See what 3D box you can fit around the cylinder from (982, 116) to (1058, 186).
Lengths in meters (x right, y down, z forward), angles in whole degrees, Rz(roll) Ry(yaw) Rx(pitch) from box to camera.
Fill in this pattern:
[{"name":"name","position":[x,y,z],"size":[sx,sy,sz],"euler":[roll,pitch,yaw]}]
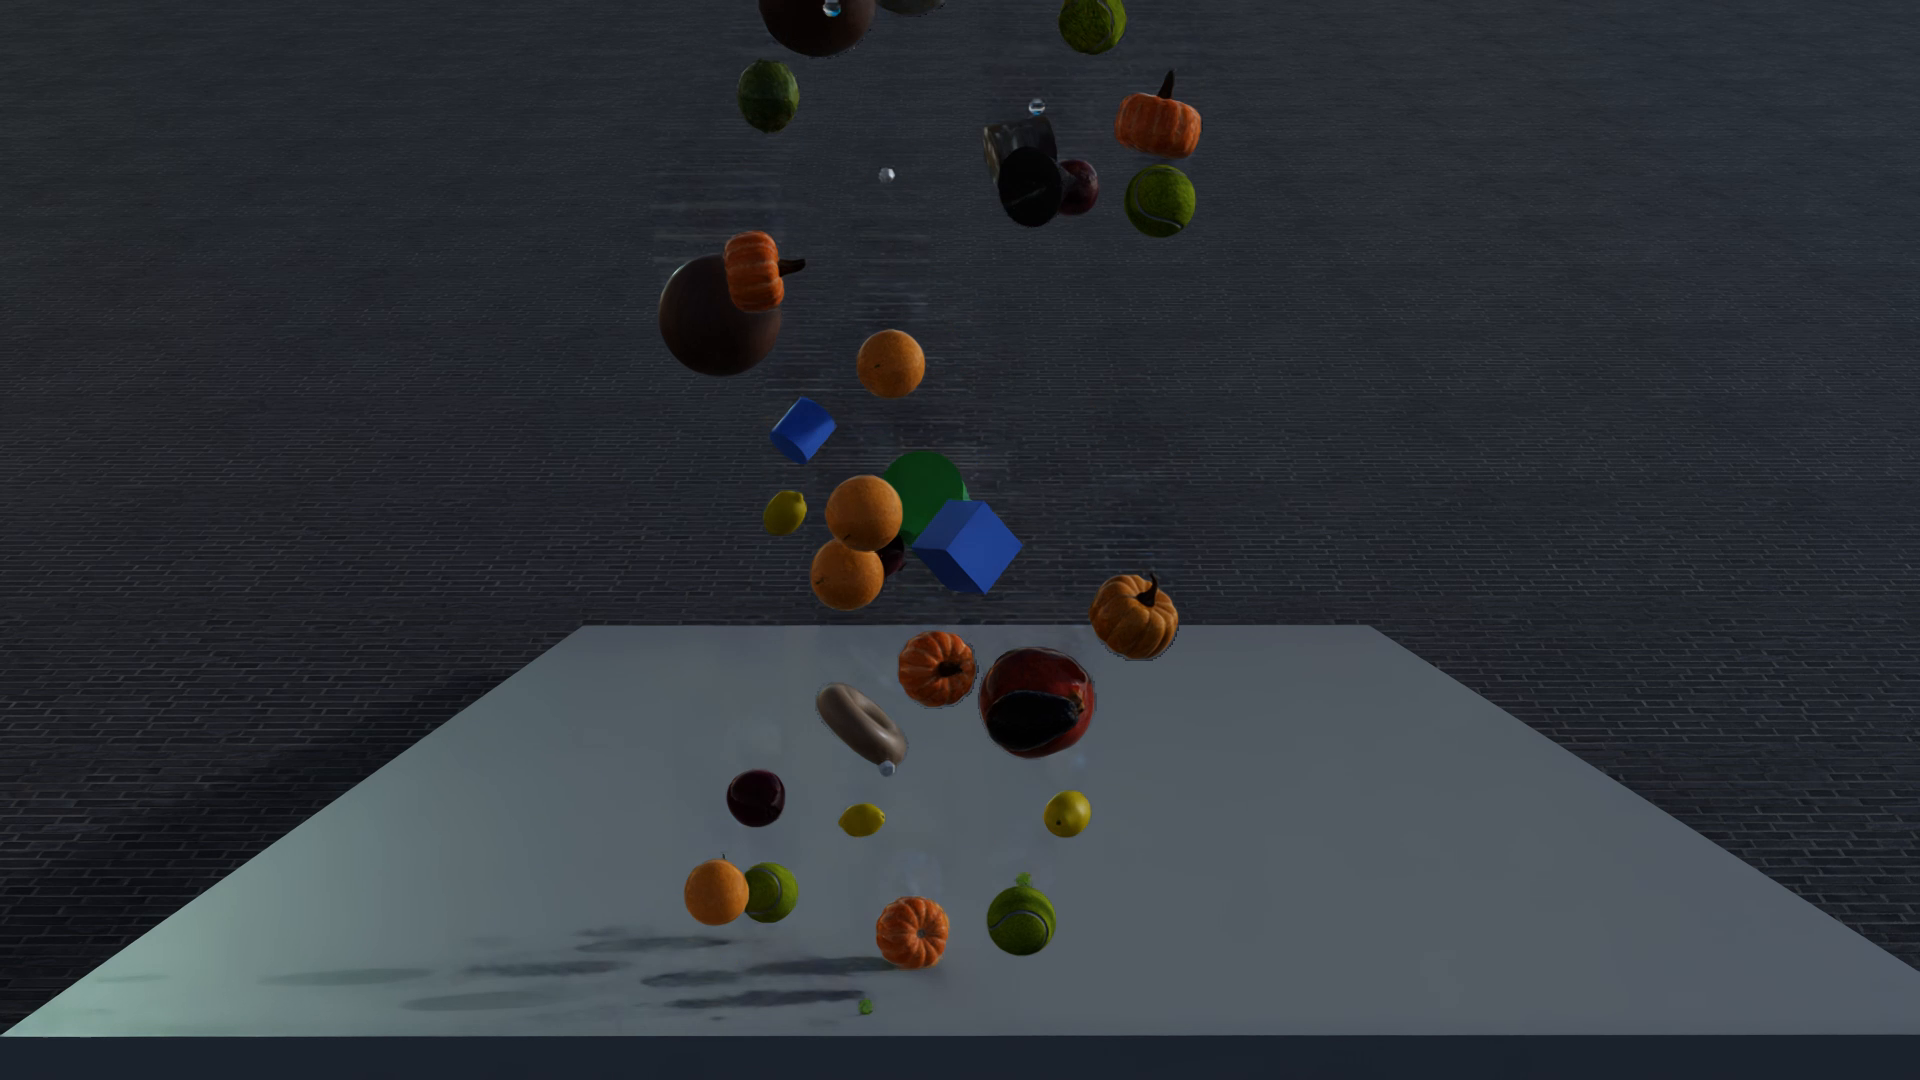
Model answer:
[{"name":"cylinder","position":[0.062,-0.403,2.651],"size":[0.062,0.062,0.062],"euler":[-13,21,-11]}]

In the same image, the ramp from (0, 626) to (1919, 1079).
[{"name":"ramp","position":[0.045,0.404,4.539],"size":[2.000,0.100,4.000],"euler":[0,4,0]}]

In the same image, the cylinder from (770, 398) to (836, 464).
[{"name":"cylinder","position":[-0.167,-0.116,2.719],"size":[0.051,0.051,0.051],"euler":[19,63,44]}]

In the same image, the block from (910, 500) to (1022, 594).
[{"name":"block","position":[0.007,0.007,2.576],"size":[0.066,0.066,0.066],"euler":[-52,27,-20]}]

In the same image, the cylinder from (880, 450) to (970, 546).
[{"name":"cylinder","position":[-0.038,-0.043,2.907],"size":[0.095,0.095,0.095],"euler":[2,-12,7]}]

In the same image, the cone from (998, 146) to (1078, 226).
[{"name":"cone","position":[0.096,-0.365,2.617],"size":[0.081,0.081,0.081],"euler":[15,21,37]}]

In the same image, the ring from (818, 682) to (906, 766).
[{"name":"ring","position":[-0.106,0.198,2.760],"size":[0.115,0.038,0.115],"euler":[41,7,-6]}]

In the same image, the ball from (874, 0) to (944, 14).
[{"name":"ball","position":[-0.047,-0.534,2.362],"size":[0.100,0.100,0.100],"euler":[0,19,0]}]
